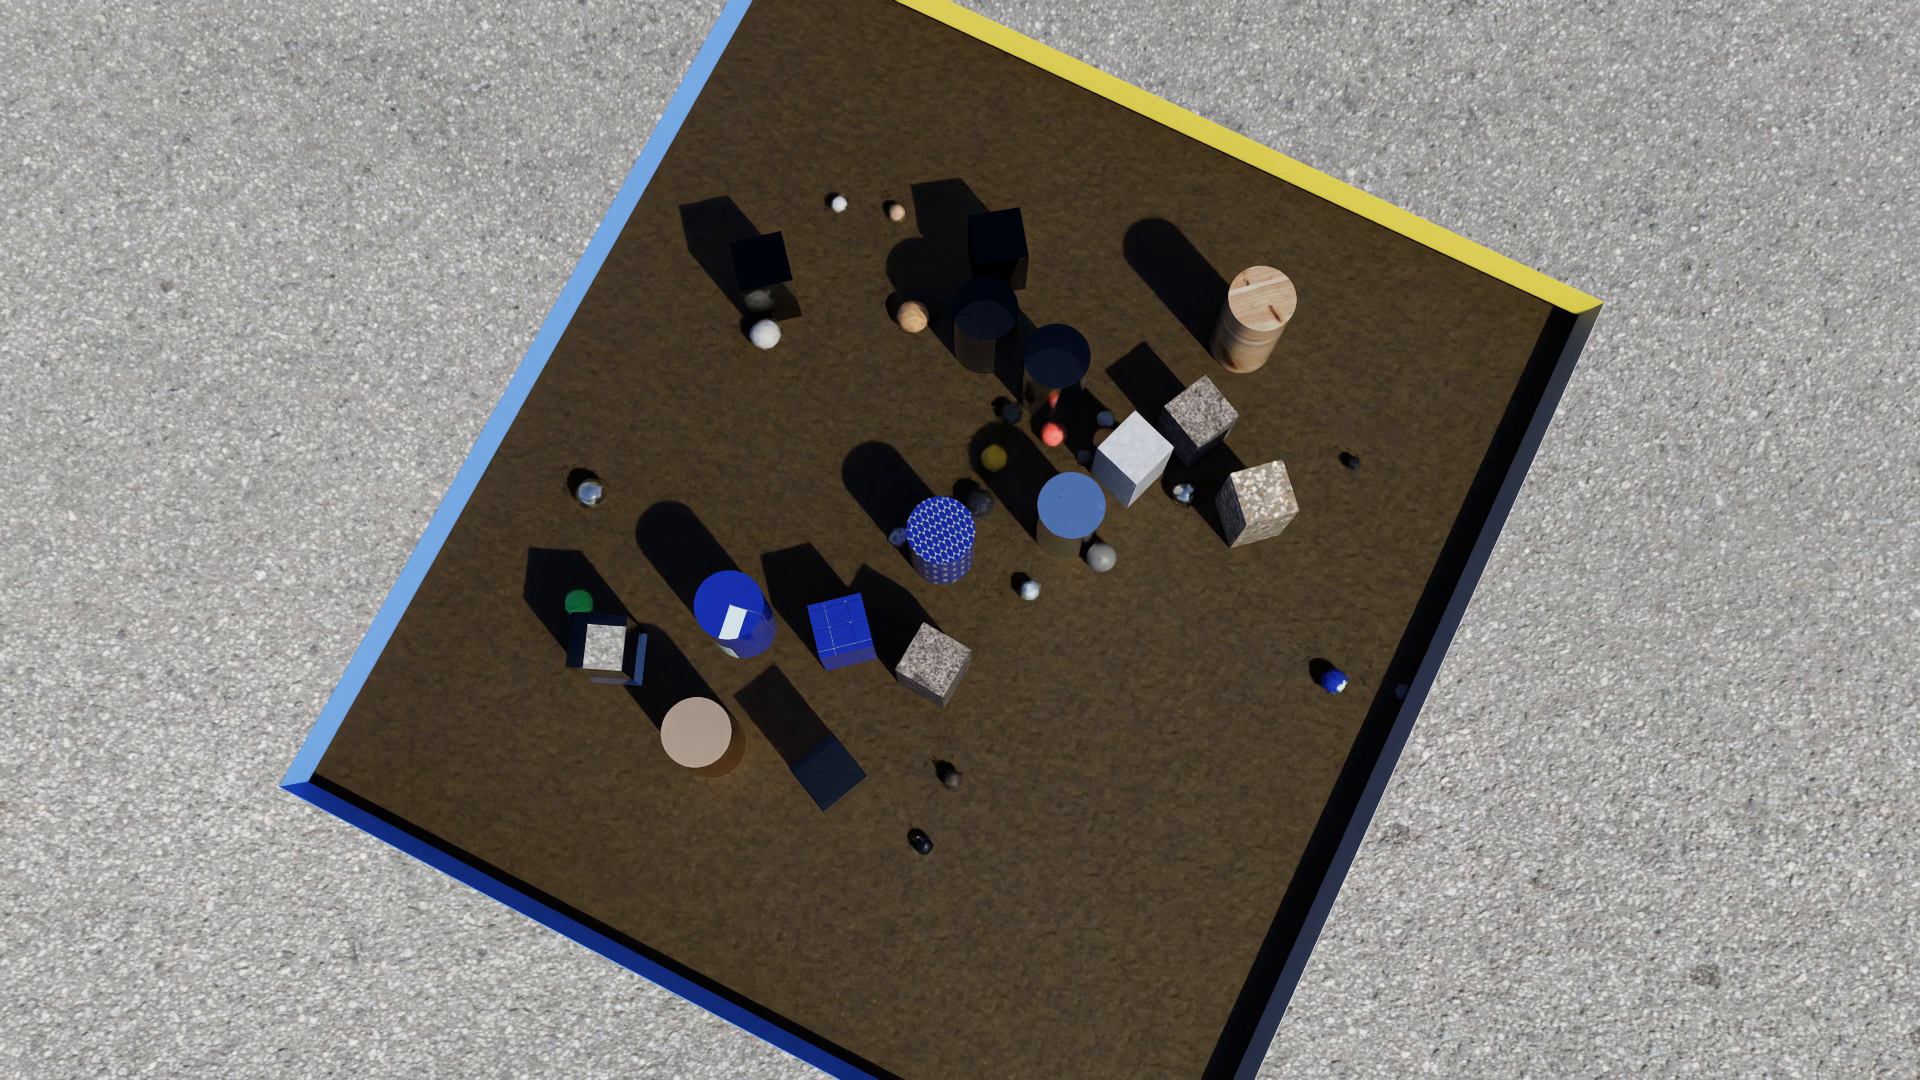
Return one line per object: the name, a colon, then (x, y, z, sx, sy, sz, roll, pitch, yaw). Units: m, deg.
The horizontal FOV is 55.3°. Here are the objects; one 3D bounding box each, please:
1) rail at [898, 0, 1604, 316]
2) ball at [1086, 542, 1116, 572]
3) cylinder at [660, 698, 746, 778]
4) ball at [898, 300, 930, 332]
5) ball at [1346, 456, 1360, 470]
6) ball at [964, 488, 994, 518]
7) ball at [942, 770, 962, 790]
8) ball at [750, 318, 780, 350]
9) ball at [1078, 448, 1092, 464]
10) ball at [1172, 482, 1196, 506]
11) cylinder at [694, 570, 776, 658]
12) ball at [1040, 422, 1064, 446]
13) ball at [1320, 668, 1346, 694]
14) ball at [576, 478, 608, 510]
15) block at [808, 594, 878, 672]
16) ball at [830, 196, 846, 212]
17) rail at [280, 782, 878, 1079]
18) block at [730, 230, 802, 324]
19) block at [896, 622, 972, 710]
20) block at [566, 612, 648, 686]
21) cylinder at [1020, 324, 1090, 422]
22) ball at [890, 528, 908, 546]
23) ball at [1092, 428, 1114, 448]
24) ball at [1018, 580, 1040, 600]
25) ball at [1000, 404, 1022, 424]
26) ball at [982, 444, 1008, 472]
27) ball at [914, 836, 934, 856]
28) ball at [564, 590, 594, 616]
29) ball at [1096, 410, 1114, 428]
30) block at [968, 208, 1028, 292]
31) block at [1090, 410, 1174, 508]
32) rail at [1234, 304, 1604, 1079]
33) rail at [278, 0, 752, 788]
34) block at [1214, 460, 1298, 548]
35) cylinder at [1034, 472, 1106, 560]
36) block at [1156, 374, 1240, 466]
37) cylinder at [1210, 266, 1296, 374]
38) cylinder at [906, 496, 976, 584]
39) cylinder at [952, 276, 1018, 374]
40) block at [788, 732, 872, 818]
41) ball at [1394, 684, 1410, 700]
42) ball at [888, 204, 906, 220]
rail: (0.683, -1.330, 5.825, 2.888, 0.129, 0.045, 26, 80, 5)
ball: (0.429, 0.051, 5.559, 0.091, 0.091, 0.091, 0, 78, 0)
cylinder: (-0.740, 0.575, 5.316, 0.199, 0.355, 0.199, 0, 78, 0)
ball: (-0.146, -0.698, 5.710, 0.099, 0.099, 0.099, 0, 78, 0)
ball: (1.211, -0.237, 5.644, 0.042, 0.042, 0.042, 0, 78, 0)
ball: (0.059, -0.112, 5.593, 0.092, 0.092, 0.092, 0, 78, 0)
ball: (-0.022, 0.712, 5.439, 0.060, 0.060, 0.060, 0, 78, 0)
ball: (-0.606, -0.640, 5.699, 0.095, 0.095, 0.095, 0, 78, 0)
ball: (0.385, -0.258, 5.646, 0.047, 0.047, 0.047, 0, 78, 0)
ball: (0.687, -0.143, 5.608, 0.075, 0.075, 0.075, 0, 78, 0)
cylinder: (-0.655, 0.222, 5.373, 0.199, 0.386, 0.199, 0, 78, 0)
ball: (0.284, -0.328, 5.646, 0.076, 0.076, 0.076, 0, 78, 0)
ball: (1.120, 0.421, 5.491, 0.076, 0.076, 0.076, 0, 78, 0)
ball: (-1.124, -0.139, 5.595, 0.098, 0.098, 0.098, 0, 78, 0)
block: (-0.346, 0.274, 5.421, 0.159, 0.272, 0.159, -14, 79, -3)
ball: (-0.385, -1.066, 5.812, 0.050, 0.050, 0.050, 0, 78, 0)
rail: (-0.683, 1.344, 5.272, 2.888, 0.129, 0.045, 26, 80, 5)
block: (-0.593, -0.795, 5.612, 0.159, 0.331, 0.159, -13, 79, -3)
block: (-0.077, 0.372, 5.383, 0.159, 0.307, 0.159, 30, 80, 6)
block: (-1.033, 0.322, 5.376, 0.159, 0.341, 0.159, 4, 78, 1)
cylinder: (0.283, -0.502, 5.535, 0.199, 0.364, 0.199, 0, 78, 0)
ball: (-0.188, -0.010, 5.591, 0.054, 0.054, 0.054, 0, 78, 0)
ball: (0.446, -0.310, 5.643, 0.075, 0.075, 0.075, 0, 78, 0)
ball: (0.210, 0.152, 5.553, 0.063, 0.063, 0.063, 0, 78, 0)
ball: (0.160, -0.389, 5.663, 0.068, 0.068, 0.068, 0, 78, 0)
ball: (0.106, -0.252, 5.626, 0.083, 0.083, 0.083, 0, 78, 0)
ball: (-0.106, 0.901, 5.402, 0.055, 0.055, 0.055, 0, 78, 0)
ball: (-1.150, 0.193, 5.533, 0.085, 0.085, 0.085, 0, 78, 0)
ball: (0.449, -0.373, 5.665, 0.056, 0.056, 0.056, 0, 78, 0)
block: (0.116, -0.885, 5.651, 0.159, 0.291, 0.159, -9, 78, -2)
block: (0.513, -0.238, 5.505, 0.159, 0.314, 0.159, 44, 82, 8)
rail: (1.270, 0.629, 5.420, 0.045, 0.129, 3.100, 26, 80, 5)
rail: (-1.270, -0.615, 5.677, 0.045, 0.129, 3.100, 26, 80, 5)
block: (0.881, -0.104, 5.464, 0.159, 0.341, 0.159, -15, 79, -3)
cylinder: (0.324, -0.069, 5.468, 0.199, 0.320, 0.199, 0, 78, 0)
block: (0.718, -0.359, 5.564, 0.159, 0.248, 0.159, -37, 81, -7)
cylinder: (0.880, -0.660, 5.537, 0.199, 0.424, 0.199, 0, 78, 0)
cylinder: (-0.055, 0.005, 5.443, 0.199, 0.338, 0.199, 0, 78, 0)
cylinder: (0.075, -0.650, 5.580, 0.199, 0.336, 0.199, 0, 78, 0)
block: (-0.372, 0.684, 5.311, 0.159, 0.320, 0.159, -39, 81, -7)
ball: (1.330, 0.455, 5.496, 0.052, 0.052, 0.052, 0, 78, 0)
ball: (-0.201, -1.039, 5.804, 0.054, 0.054, 0.054, 0, 78, 0)
